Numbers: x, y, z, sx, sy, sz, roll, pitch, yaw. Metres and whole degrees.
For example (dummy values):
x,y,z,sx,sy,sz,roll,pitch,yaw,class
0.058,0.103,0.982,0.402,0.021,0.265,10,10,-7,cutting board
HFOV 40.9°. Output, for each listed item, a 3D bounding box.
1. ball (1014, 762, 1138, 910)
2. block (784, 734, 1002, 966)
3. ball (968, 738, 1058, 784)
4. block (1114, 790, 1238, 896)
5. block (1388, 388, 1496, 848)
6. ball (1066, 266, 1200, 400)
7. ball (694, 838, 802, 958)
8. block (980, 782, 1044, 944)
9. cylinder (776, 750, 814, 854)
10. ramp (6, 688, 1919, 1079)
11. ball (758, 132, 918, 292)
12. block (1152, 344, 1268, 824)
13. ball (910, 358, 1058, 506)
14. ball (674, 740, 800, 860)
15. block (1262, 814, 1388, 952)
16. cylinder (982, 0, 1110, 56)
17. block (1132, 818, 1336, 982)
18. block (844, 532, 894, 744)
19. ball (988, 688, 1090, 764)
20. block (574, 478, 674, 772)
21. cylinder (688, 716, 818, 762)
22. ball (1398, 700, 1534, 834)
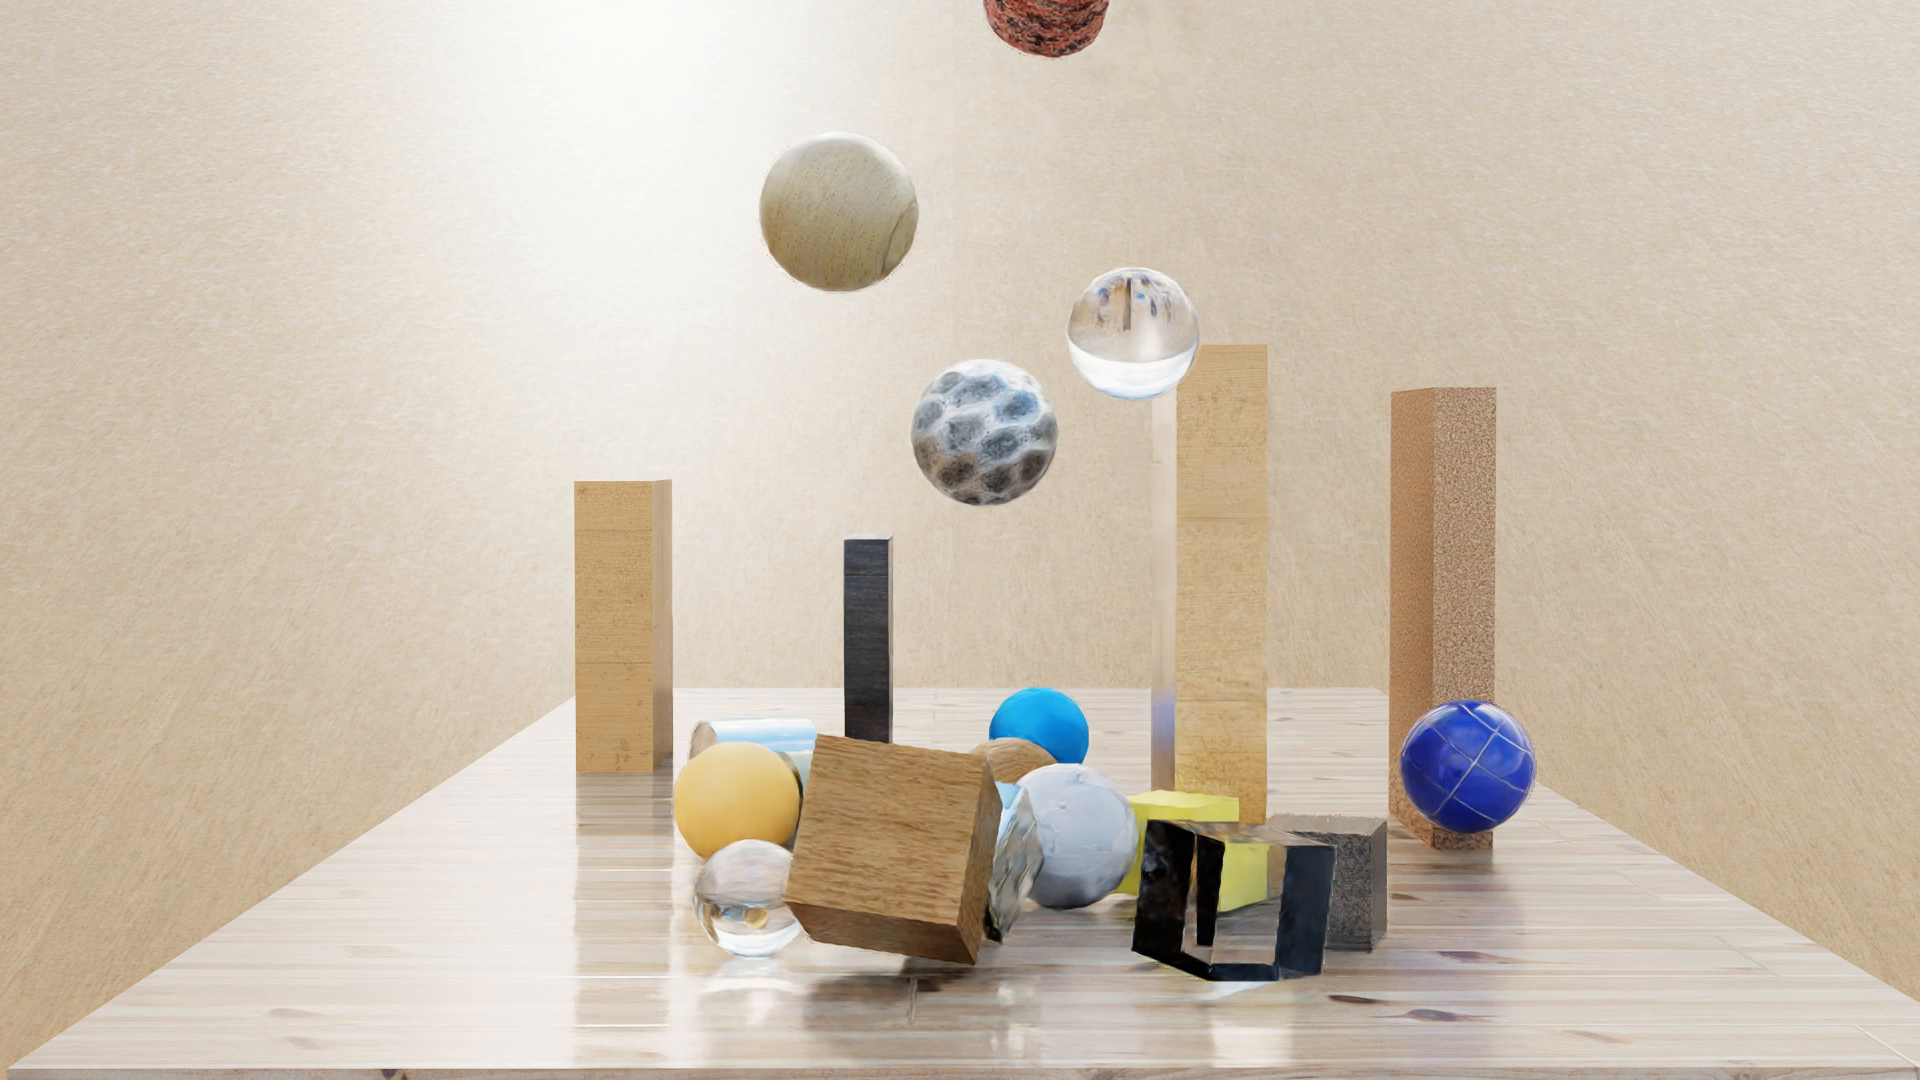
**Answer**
x,y,z,sx,sy,sz,roll,pitch,yaw,class
0.140,0.392,3.415,0.193,0.193,0.193,0,24,0,ball
-0.073,0.362,2.994,0.197,0.197,0.197,7,69,10,block
0.073,0.384,3.827,0.182,0.182,0.182,0,24,0,ball
0.292,0.415,3.503,0.125,0.125,0.125,2,3,35,block
0.766,0.112,4.112,0.094,0.703,0.392,0,2,0,block
0.193,-0.230,2.865,0.148,0.148,0.148,0,24,0,ball
-0.249,0.431,3.099,0.142,0.142,0.142,0,24,0,ball
0.006,0.393,3.210,0.138,0.138,0.138,9,45,24,block
-0.193,0.393,3.875,0.159,0.159,0.159,-1,22,-27,cylinder
0.055,0.499,4.546,2.000,0.100,4.000,0,2,0,ramp
-0.140,-0.380,2.983,0.185,0.185,0.185,0,24,0,ball
0.361,0.099,3.783,0.125,0.754,0.440,0,2,0,block
0.028,-0.123,2.960,0.170,0.170,0.170,0,24,0,ball
-0.325,0.385,3.757,0.185,0.185,0.185,0,24,0,ball
0.451,0.425,3.209,0.143,0.143,0.143,1,2,17,block
0.101,-0.613,2.756,0.134,0.134,0.134,5,59,-8,cylinder
0.319,0.420,3.012,0.158,0.158,0.158,6,1,-30,block
-0.183,0.208,5.213,0.088,0.432,0.366,0,2,0,block
0.142,0.355,4.626,0.181,0.181,0.181,0,24,0,ball
-0.653,0.157,5.031,0.146,0.549,0.351,0,2,0,block
-0.332,0.376,4.185,0.171,0.171,0.171,-1,22,-25,cylinder
0.752,0.336,3.825,0.198,0.198,0.198,0,24,0,ball
